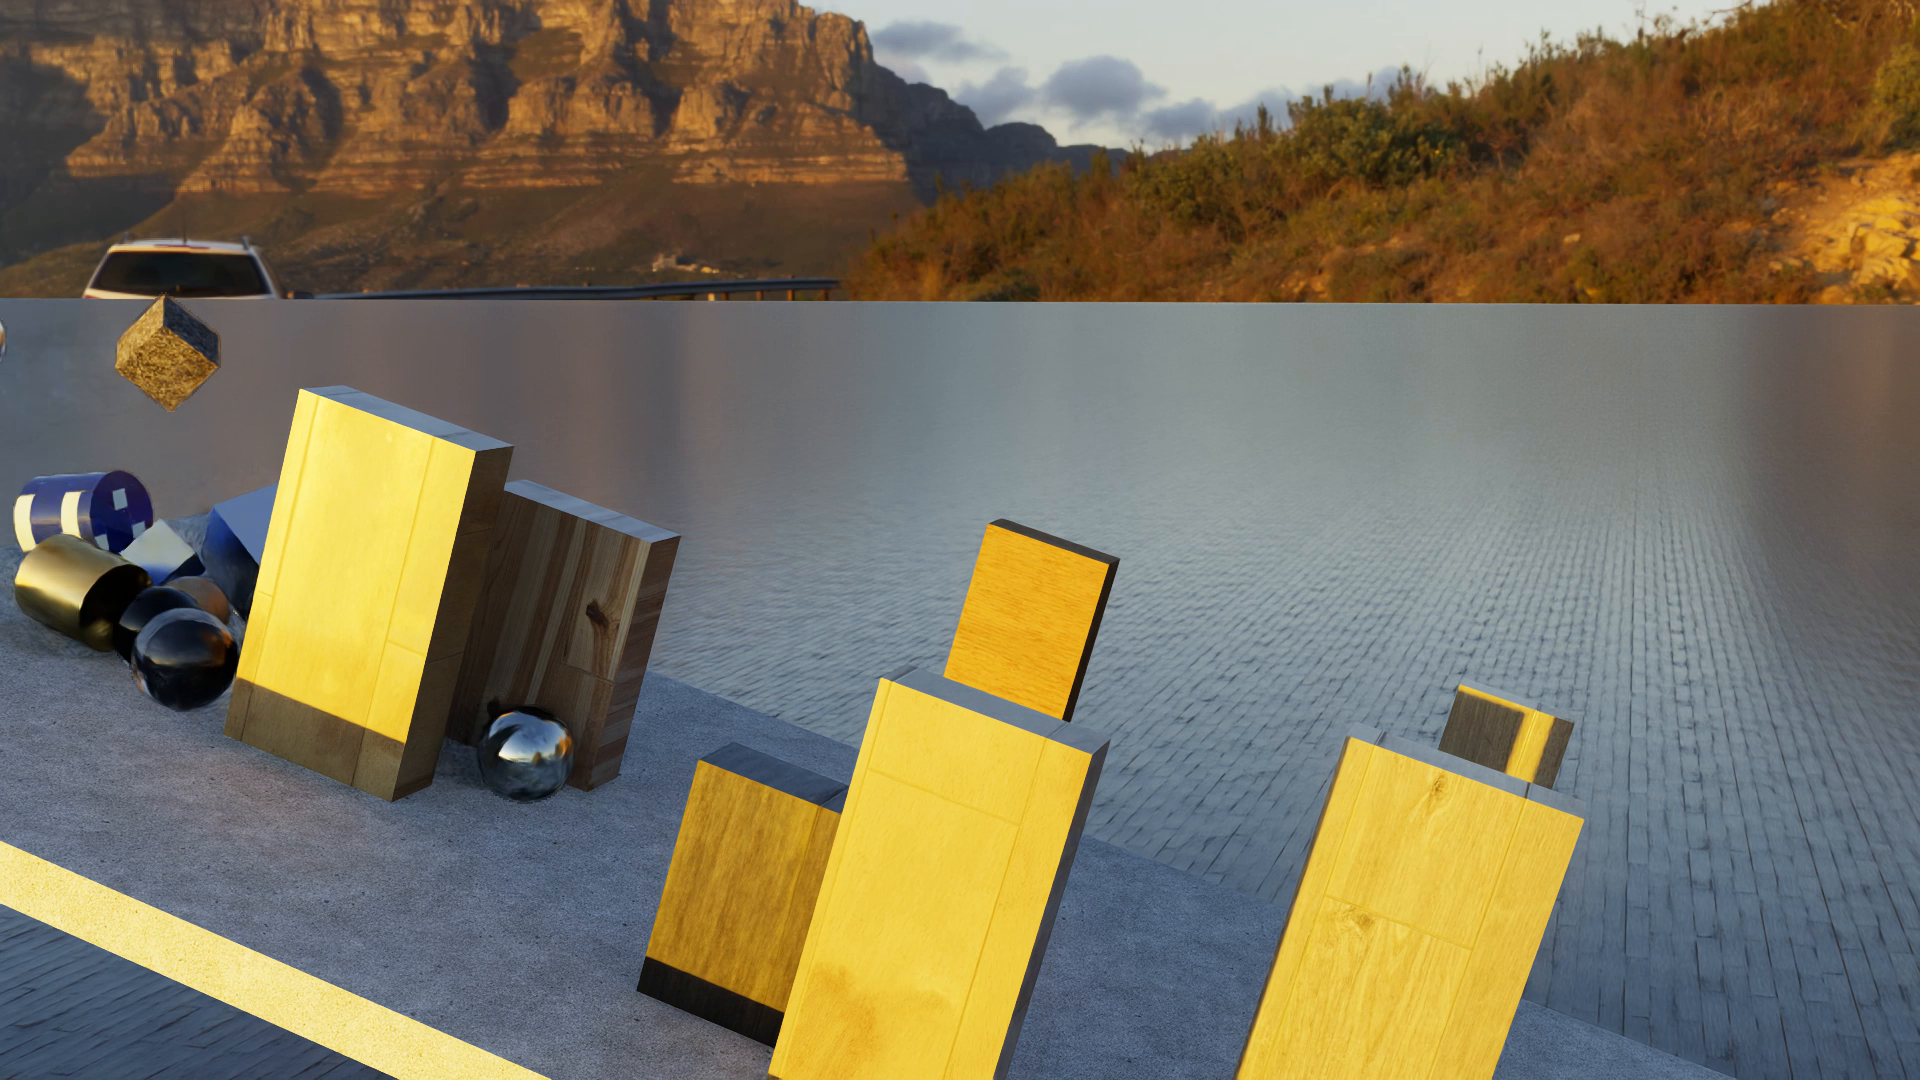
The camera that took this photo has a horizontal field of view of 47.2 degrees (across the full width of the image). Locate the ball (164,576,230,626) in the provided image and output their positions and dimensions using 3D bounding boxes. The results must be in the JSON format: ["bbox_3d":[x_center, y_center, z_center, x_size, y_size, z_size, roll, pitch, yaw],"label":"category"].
[{"bbox_3d":[-1.603,0.153,4.583,0.157,0.157,0.157,0,7,0],"label":"ball"}]

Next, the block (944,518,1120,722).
[{"bbox_3d":[0.102,0.335,4.675,0.271,0.707,0.106,19,12,14],"label":"block"}]

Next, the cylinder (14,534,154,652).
[{"bbox_3d":[-1.782,0.107,4.479,0.189,0.189,0.189,21,16,24],"label":"cylinder"}]

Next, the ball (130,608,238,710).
[{"bbox_3d":[-1.500,0.230,4.255,0.198,0.198,0.198,0,7,0],"label":"ball"}]

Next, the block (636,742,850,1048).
[{"bbox_3d":[-0.332,0.585,3.626,0.274,0.415,0.143,19,12,14],"label":"block"}]

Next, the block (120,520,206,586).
[{"bbox_3d":[-1.743,0.048,4.810,0.112,0.112,0.112,-45,-9,-20],"label":"block"}]

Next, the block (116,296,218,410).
[{"bbox_3d":[-1.644,-0.388,4.562,0.141,0.141,0.141,43,12,-35],"label":"block"}]

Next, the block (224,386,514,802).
[{"bbox_3d":[-1.121,0.097,4.159,0.377,0.691,0.144,19,12,14],"label":"block"}]

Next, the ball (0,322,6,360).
[{"bbox_3d":[-2.023,-0.406,4.456,0.165,0.165,0.165,0,7,0],"label":"ball"}]

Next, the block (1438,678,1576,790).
[{"bbox_3d":[1.070,0.646,4.639,0.242,0.664,0.084,19,12,14],"label":"block"}]

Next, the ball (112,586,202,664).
[{"bbox_3d":[-1.603,0.180,4.406,0.178,0.178,0.178,0,7,0],"label":"ball"}]

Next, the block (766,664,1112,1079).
[{"bbox_3d":[-0.039,0.578,3.355,0.337,0.694,0.123,19,12,14],"label":"block"}]

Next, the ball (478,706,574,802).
[{"bbox_3d":[-0.847,0.417,4.293,0.187,0.187,0.187,0,7,0],"label":"ball"}]

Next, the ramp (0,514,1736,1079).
[{"bbox_3d":[-0.371,0.719,4.236,4.000,0.100,2.000,19,12,14],"label":"ramp"}]

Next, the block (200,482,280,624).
[{"bbox_3d":[-1.538,0.023,4.889,0.195,0.195,0.195,-26,67,-43],"label":"block"}]

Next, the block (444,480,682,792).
[{"bbox_3d":[-0.829,0.192,4.506,0.366,0.536,0.141,19,12,14],"label":"block"}]

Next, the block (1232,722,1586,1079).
[{"bbox_3d":[0.719,0.717,3.630,0.390,0.737,0.120,19,12,14],"label":"block"}]
